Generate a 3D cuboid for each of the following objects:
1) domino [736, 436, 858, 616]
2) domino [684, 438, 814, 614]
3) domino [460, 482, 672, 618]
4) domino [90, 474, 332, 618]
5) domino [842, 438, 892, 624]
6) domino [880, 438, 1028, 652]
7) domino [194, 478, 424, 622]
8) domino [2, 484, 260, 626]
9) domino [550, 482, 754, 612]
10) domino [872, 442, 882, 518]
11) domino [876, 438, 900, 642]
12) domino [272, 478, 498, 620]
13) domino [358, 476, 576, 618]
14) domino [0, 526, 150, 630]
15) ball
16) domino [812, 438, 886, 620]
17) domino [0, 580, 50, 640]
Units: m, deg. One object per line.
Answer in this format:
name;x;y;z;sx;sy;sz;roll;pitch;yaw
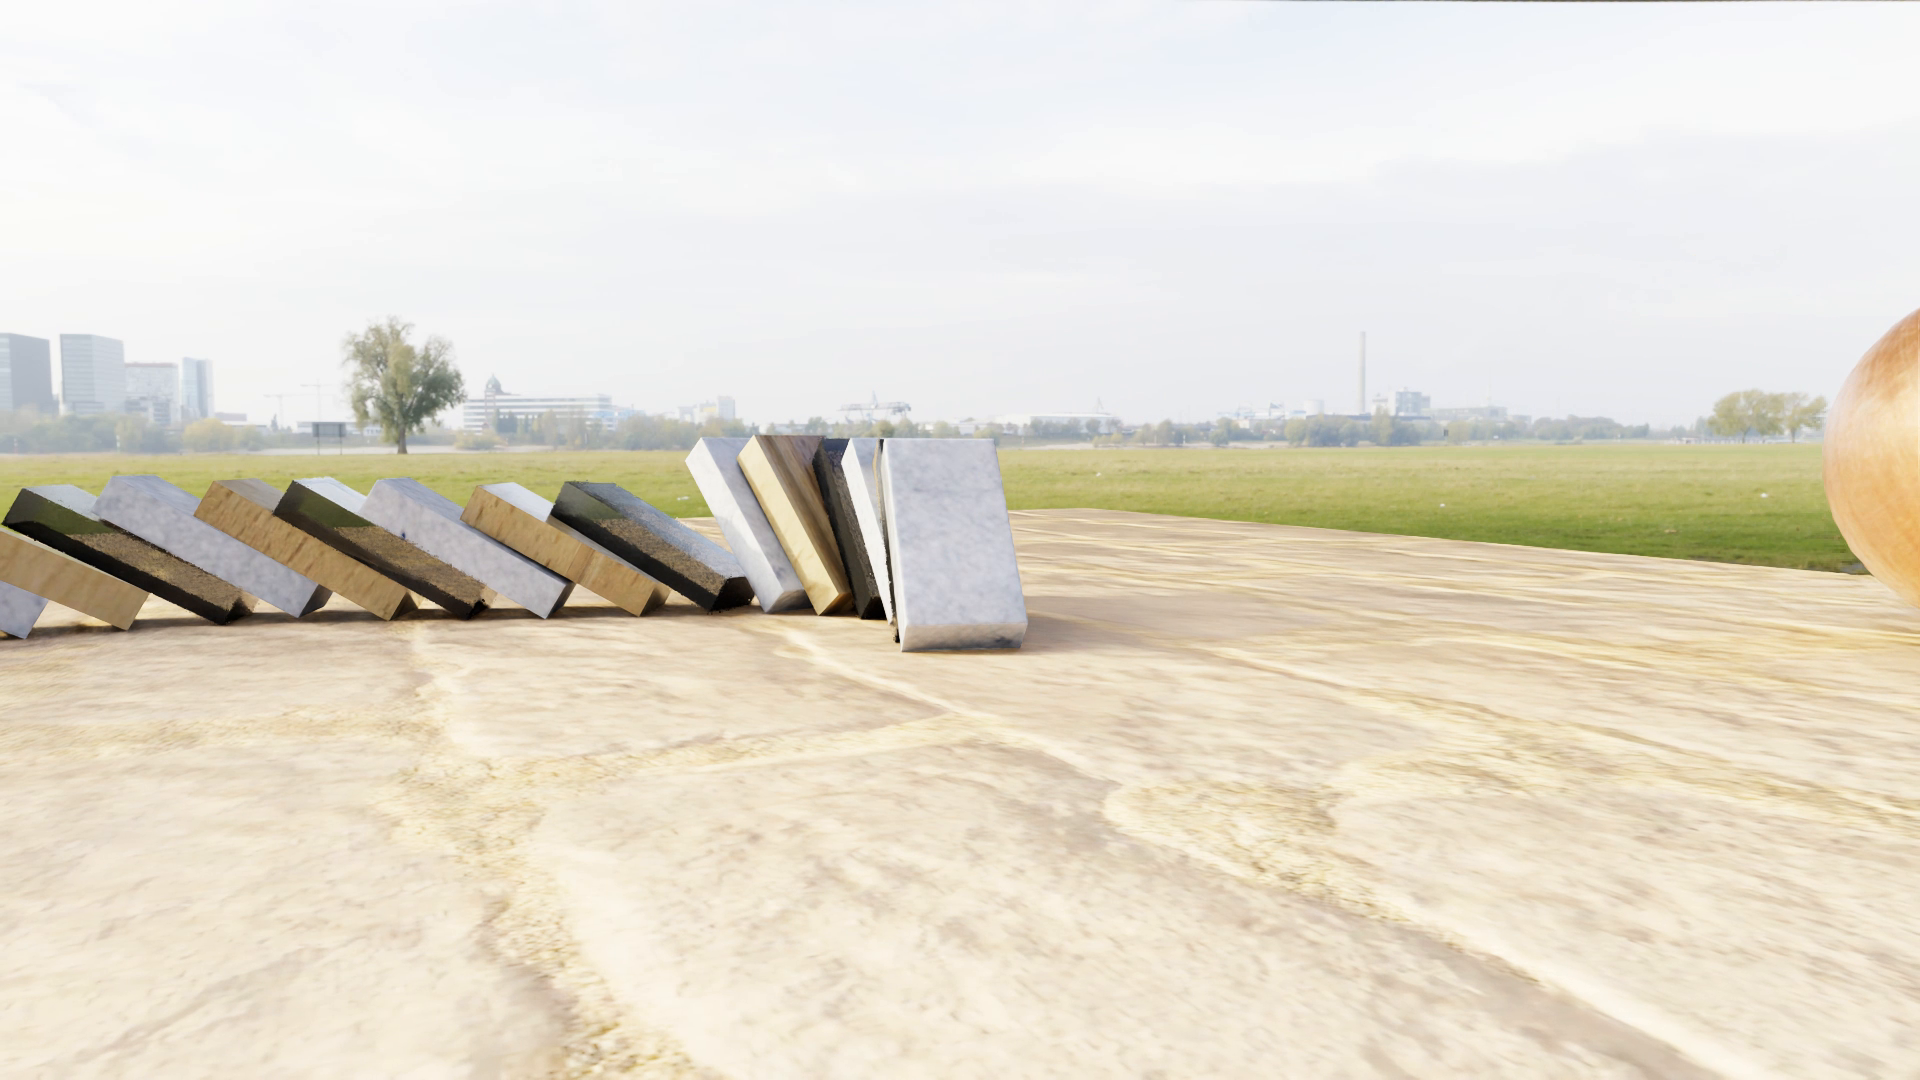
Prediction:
domino;-0.036;-0.005;0.333;0.025;0.050;0.009;-5;-33;-48
domino;-0.050;-0.005;0.337;0.025;0.050;0.009;-4;-35;-48
domino;-0.098;0.002;0.327;0.050;0.010;0.025;29;4;-1
domino;-0.179;0.001;0.311;0.050;0.010;0.025;31;-4;-13
domino;-0.011;-0.003;0.317;0.025;0.050;0.009;-1;-37;-25
domino;-0.002;0.000;0.276;0.025;0.050;0.009;-1;-37;-11
domino;-0.158;0.002;0.316;0.050;0.009;0.025;31;0;-9
domino;-0.195;0.003;0.307;0.050;0.009;0.025;29;-3;-14
domino;-0.078;0.001;0.332;0.050;0.009;0.025;30;8;11
domino;-0.005;-0.002;0.303;0.025;0.050;0.009;-1;-37;-14
domino;-0.004;-0.001;0.289;0.025;0.050;0.009;-1;-37;-11
domino;-0.139;0.002;0.317;0.050;0.009;0.025;31;0;-9
domino;-0.121;0.001;0.321;0.050;0.009;0.025;31;0;-9
domino;-0.213;0.004;0.289;0.050;0.010;0.025;34;-17;-35
ball;0.230;-0.018;0.271;0.080;0.080;0.080;0;4;0
domino;-0.019;-0.004;0.327;0.025;0.050;0.010;-2;-36;-27
domino;-0.226;0.005;0.274;0.025;0.010;0.050;4;-24;46
